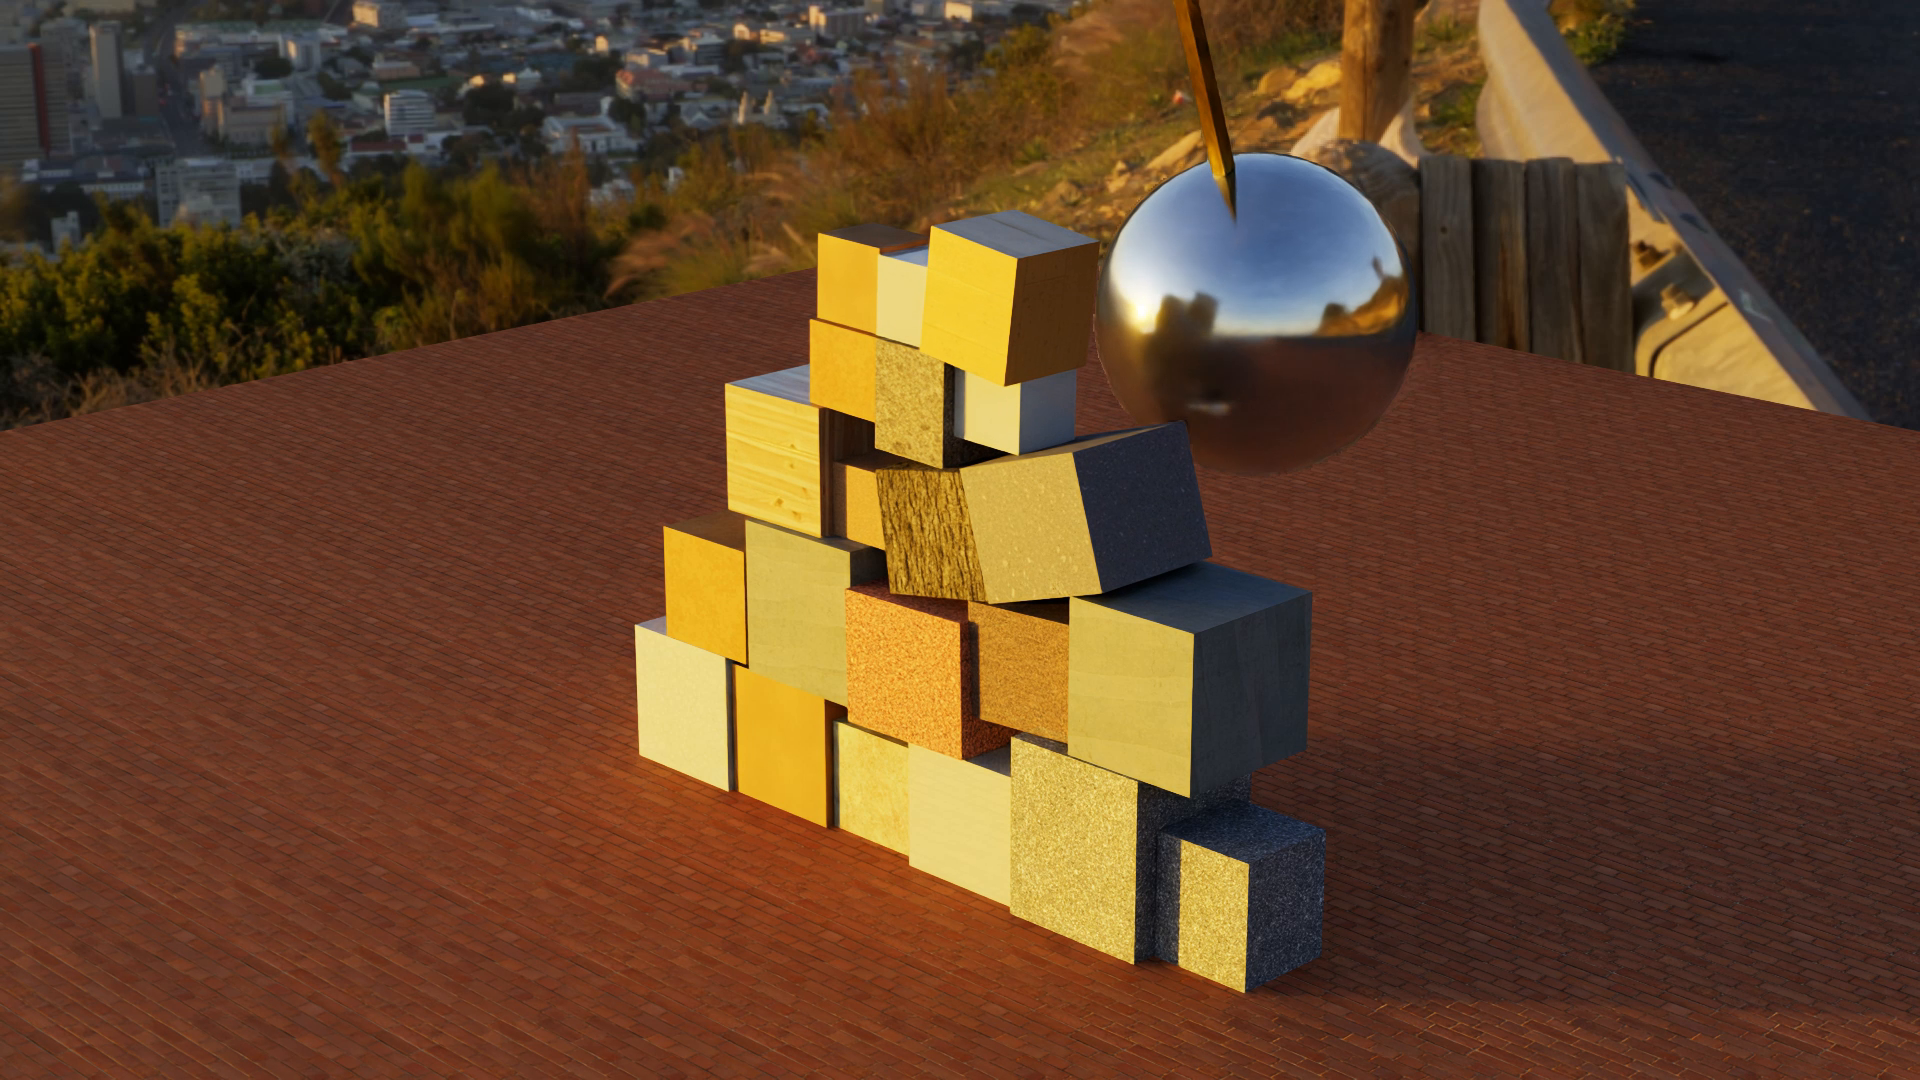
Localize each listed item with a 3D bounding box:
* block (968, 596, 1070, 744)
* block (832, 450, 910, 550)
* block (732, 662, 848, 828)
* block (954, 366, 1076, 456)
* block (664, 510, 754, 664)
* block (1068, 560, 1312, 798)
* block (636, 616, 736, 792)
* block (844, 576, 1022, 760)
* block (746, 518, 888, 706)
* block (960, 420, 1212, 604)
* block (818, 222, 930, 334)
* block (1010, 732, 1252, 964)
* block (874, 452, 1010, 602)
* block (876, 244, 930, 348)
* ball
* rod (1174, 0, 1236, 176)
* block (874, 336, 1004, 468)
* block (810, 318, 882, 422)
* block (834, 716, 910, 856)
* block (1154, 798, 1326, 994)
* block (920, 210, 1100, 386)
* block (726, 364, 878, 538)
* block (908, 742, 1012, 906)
[{"bbox_3d":[0.493,0.512,13.005,0.631,0.540,0.635,-17,21,-42],"label":"block"},{"bbox_3d":[-0.318,-0.192,13.606,0.365,0.355,0.401,-17,24,-42],"label":"block"},{"bbox_3d":[-0.650,0.917,14.317,0.664,0.664,0.631,17,24,42],"label":"block"},{"bbox_3d":[0.241,-0.607,12.920,0.357,0.328,0.401,-17,26,-42],"label":"block"},{"bbox_3d":[-1.015,0.198,14.439,0.635,0.567,0.594,-17,24,-42],"label":"block"},{"bbox_3d":[0.980,0.571,12.519,0.772,0.718,0.688,-17,24,-42],"label":"block"},{"bbox_3d":[-1.149,0.760,14.761,0.660,0.698,0.689,-17,24,-42],"label":"block"},{"bbox_3d":[-0.007,0.529,13.513,0.744,0.646,0.717,15,23,43],"label":"block"},{"bbox_3d":[-0.521,0.272,13.991,0.724,0.762,0.678,17,24,42],"label":"block"},{"bbox_3d":[0.548,-0.119,12.704,0.714,0.603,0.692,-17,7,-42],"label":"block"},{"bbox_3d":[-0.384,-1.195,13.354,0.342,0.394,0.404,-17,26,-42],"label":"block"},{"bbox_3d":[0.751,1.259,12.934,0.756,0.843,0.738,-17,24,-42],"label":"block"},{"bbox_3d":[0.091,-0.088,13.241,0.608,0.575,0.649,-17,14,-42],"label":"block"},{"bbox_3d":[-0.110,-1.093,13.111,0.382,0.369,0.354,-17,26,-42],"label":"block"},{"bbox_3d":[1.467,-1.117,14.528,1.600,1.600,1.600,0,17,0],"label":"ball"},{"bbox_3d":[0.636,-3.911,12.779,0.080,5.200,0.080,17,44,42],"label":"rod"},{"bbox_3d":[-0.077,-0.653,13.191,0.425,0.511,0.433,-17,26,-42],"label":"block"},{"bbox_3d":[-0.378,-0.818,13.469,0.441,0.395,0.439,-17,26,-42],"label":"block"},{"bbox_3d":[-0.194,1.109,13.919,0.568,0.538,0.578,-17,24,-42],"label":"block"},{"bbox_3d":[1.199,1.513,12.550,0.514,0.588,0.501,-17,24,-42],"label":"block"},{"bbox_3d":[0.215,-1.060,12.768,0.518,0.575,0.519,-17,32,-42],"label":"block"},{"bbox_3d":[-0.676,-0.436,13.939,0.575,0.622,0.656,-17,24,-42],"label":"block"},{"bbox_3d":[0.253,1.208,13.466,0.692,0.621,0.687,-17,24,-42],"label":"block"}]
